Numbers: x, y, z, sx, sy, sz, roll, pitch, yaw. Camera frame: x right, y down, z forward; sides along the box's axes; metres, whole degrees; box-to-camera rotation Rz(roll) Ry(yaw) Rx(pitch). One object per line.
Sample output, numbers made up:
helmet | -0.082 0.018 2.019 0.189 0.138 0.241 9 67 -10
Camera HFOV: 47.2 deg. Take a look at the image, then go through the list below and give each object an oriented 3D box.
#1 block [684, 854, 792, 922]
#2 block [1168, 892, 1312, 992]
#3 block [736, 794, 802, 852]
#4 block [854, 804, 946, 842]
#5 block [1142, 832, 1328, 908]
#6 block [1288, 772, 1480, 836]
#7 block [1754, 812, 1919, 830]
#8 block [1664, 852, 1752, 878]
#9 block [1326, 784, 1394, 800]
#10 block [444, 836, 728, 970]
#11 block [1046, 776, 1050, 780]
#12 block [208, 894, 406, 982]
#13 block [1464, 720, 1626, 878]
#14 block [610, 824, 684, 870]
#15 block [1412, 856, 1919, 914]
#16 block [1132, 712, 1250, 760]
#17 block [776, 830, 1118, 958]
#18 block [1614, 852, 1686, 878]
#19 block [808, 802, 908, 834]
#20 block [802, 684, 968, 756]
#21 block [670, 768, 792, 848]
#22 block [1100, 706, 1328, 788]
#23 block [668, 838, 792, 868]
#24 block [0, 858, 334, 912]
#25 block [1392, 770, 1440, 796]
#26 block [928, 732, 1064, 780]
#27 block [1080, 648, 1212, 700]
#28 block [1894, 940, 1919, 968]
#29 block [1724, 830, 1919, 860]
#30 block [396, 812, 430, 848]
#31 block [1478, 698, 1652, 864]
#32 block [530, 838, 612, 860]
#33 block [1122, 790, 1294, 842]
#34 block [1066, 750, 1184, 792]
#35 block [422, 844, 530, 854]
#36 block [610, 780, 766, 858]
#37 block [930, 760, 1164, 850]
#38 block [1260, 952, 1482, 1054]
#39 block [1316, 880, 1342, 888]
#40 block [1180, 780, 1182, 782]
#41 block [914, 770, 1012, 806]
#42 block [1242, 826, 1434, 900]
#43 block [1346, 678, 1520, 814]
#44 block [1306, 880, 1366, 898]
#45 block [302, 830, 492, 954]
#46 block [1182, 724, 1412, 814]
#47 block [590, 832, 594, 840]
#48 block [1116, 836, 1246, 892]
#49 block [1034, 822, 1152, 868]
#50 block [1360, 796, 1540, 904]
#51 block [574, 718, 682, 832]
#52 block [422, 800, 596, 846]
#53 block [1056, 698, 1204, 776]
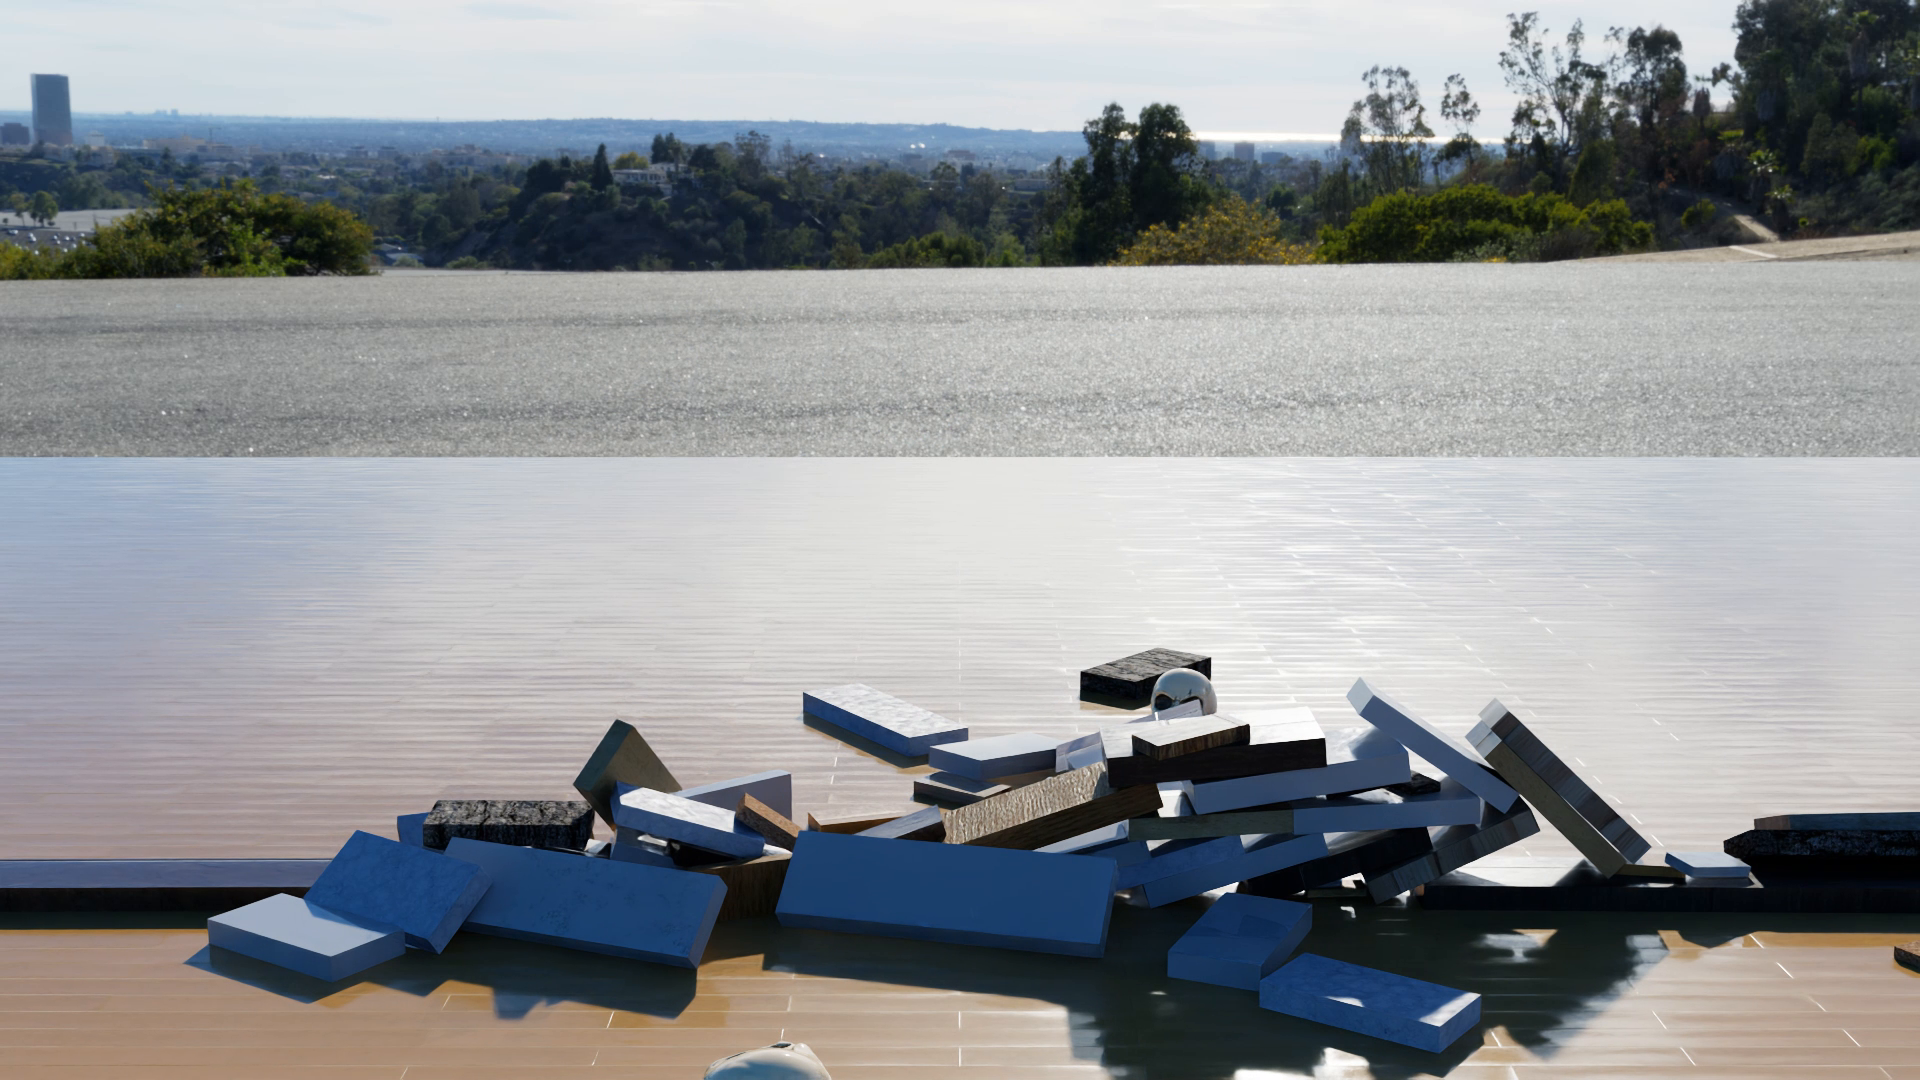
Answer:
block | -0.355 0.565 3.557 0.181 0.090 0.026 -4 11 -23
block | 0.437 0.618 3.405 0.144 0.041 0.288 5 12 24
block | -0.292 0.493 3.689 0.181 0.026 0.090 34 3 -8
block | -0.115 0.495 3.658 0.181 0.026 0.090 -19 12 -2
block | 0.448 0.525 3.666 0.305 0.043 0.153 -17 11 1
block | 0.690 0.435 3.644 0.305 0.043 0.153 -3 11 -1
block | 1.575 0.505 3.873 0.296 0.042 0.148 -1 -10 -4
block | 1.231 0.535 3.622 0.128 0.018 0.064 4 13 -27
block | 0.655 0.401 3.612 0.110 0.016 0.055 -15 9 11
block | -0.612 0.566 3.453 0.494 0.040 0.140 4 55 22
block | 0.208 0.500 4.041 0.144 0.041 0.288 2 11 12
block | -1.017 0.616 3.419 0.287 0.041 0.144 7 13 33
block | 0.968 0.428 3.643 0.292 0.041 0.146 43 7 -6
block | -0.456 0.534 3.658 0.247 0.035 0.123 18 7 -10
block | 1.320 0.572 3.649 1.123 0.042 0.148 0 11 1
block | 0.372 0.316 3.543 0.171 0.024 0.086 -11 13 -24
block | -0.021 0.558 3.481 0.525 0.043 0.153 3 51 15
block | 1.137 0.540 3.660 0.128 0.018 0.064 2 11 9
block | -0.184 0.512 4.023 0.171 0.024 0.085 -4 11 -19
block | -0.164 0.380 4.687 0.144 0.041 0.443 -7 13 -32
block | -0.412 0.492 3.836 0.265 0.133 0.038 -9 14 -39
block | 0.410 0.338 3.600 0.350 0.050 0.175 -6 12 1
block | -0.356 0.532 3.651 0.247 0.035 0.123 17 8 -15
block | -1.351 0.572 3.653 1.130 0.041 0.144 0 11 -1
block | 0.744 0.400 3.654 0.055 0.016 0.110 -7 11 -21
block | 0.088 0.428 4.365 0.280 0.040 0.140 -3 10 -45
block | 0.431 0.307 5.072 0.153 0.043 0.307 9 14 39
block | 1.509 0.633 3.385 0.128 0.018 0.064 -6 12 -27
block | 1.473 0.524 3.742 0.296 0.042 0.148 0 -15 1
block | -0.865 0.517 3.823 0.209 0.030 0.104 -5 47 -21
block | 1.007 0.400 3.672 0.323 0.042 0.149 44 7 1
block | -0.582 0.542 3.654 0.264 0.037 0.132 12 9 -11
block | 0.403 0.450 3.627 0.268 0.038 0.134 -3 11 -2
block | 0.310 0.452 3.957 0.153 0.043 0.307 -13 20 -9
block | -0.754 0.539 3.661 0.264 0.037 0.132 15 10 0
block | -0.451 0.464 3.636 0.247 0.035 0.123 17 8 -16
block | 0.059 0.478 3.644 0.551 0.050 0.175 -19 12 3
block | 0.589 0.663 3.165 0.280 0.040 0.140 8 13 36
block | 0.588 0.567 3.674 0.096 0.014 0.048 -6 10 7
block | 0.458 0.458 4.029 0.153 0.043 0.307 10 28 26
block | 0.004 0.478 4.207 0.171 0.024 0.085 8 13 37
block | 0.618 0.518 3.665 0.305 0.043 0.153 -18 11 1
block | 0.781 0.338 3.645 0.292 0.041 0.146 34 8 -3
block | 0.626 0.582 3.671 0.096 0.014 0.048 -1 10 2
block | -0.896 0.558 3.500 0.287 0.041 0.144 9 50 33
block | 0.546 0.374 3.615 0.350 0.050 0.175 -9 11 -1
block | -0.742 0.521 3.811 0.209 0.030 0.104 -4 46 -20
block | 0.330 0.520 3.654 0.268 0.038 0.134 -17 11 2
block | 0.179 0.526 3.653 0.268 0.038 0.134 -16 11 4
block | 0.805 0.504 3.656 0.292 0.041 0.146 -25 9 4
block | -0.556 0.431 3.750 0.038 0.133 0.266 18 -27 29
block | -0.748 0.471 3.660 0.264 0.037 0.132 1 10 -3
block | 0.335 0.399 4.280 0.298 0.042 0.149 -19 13 8
